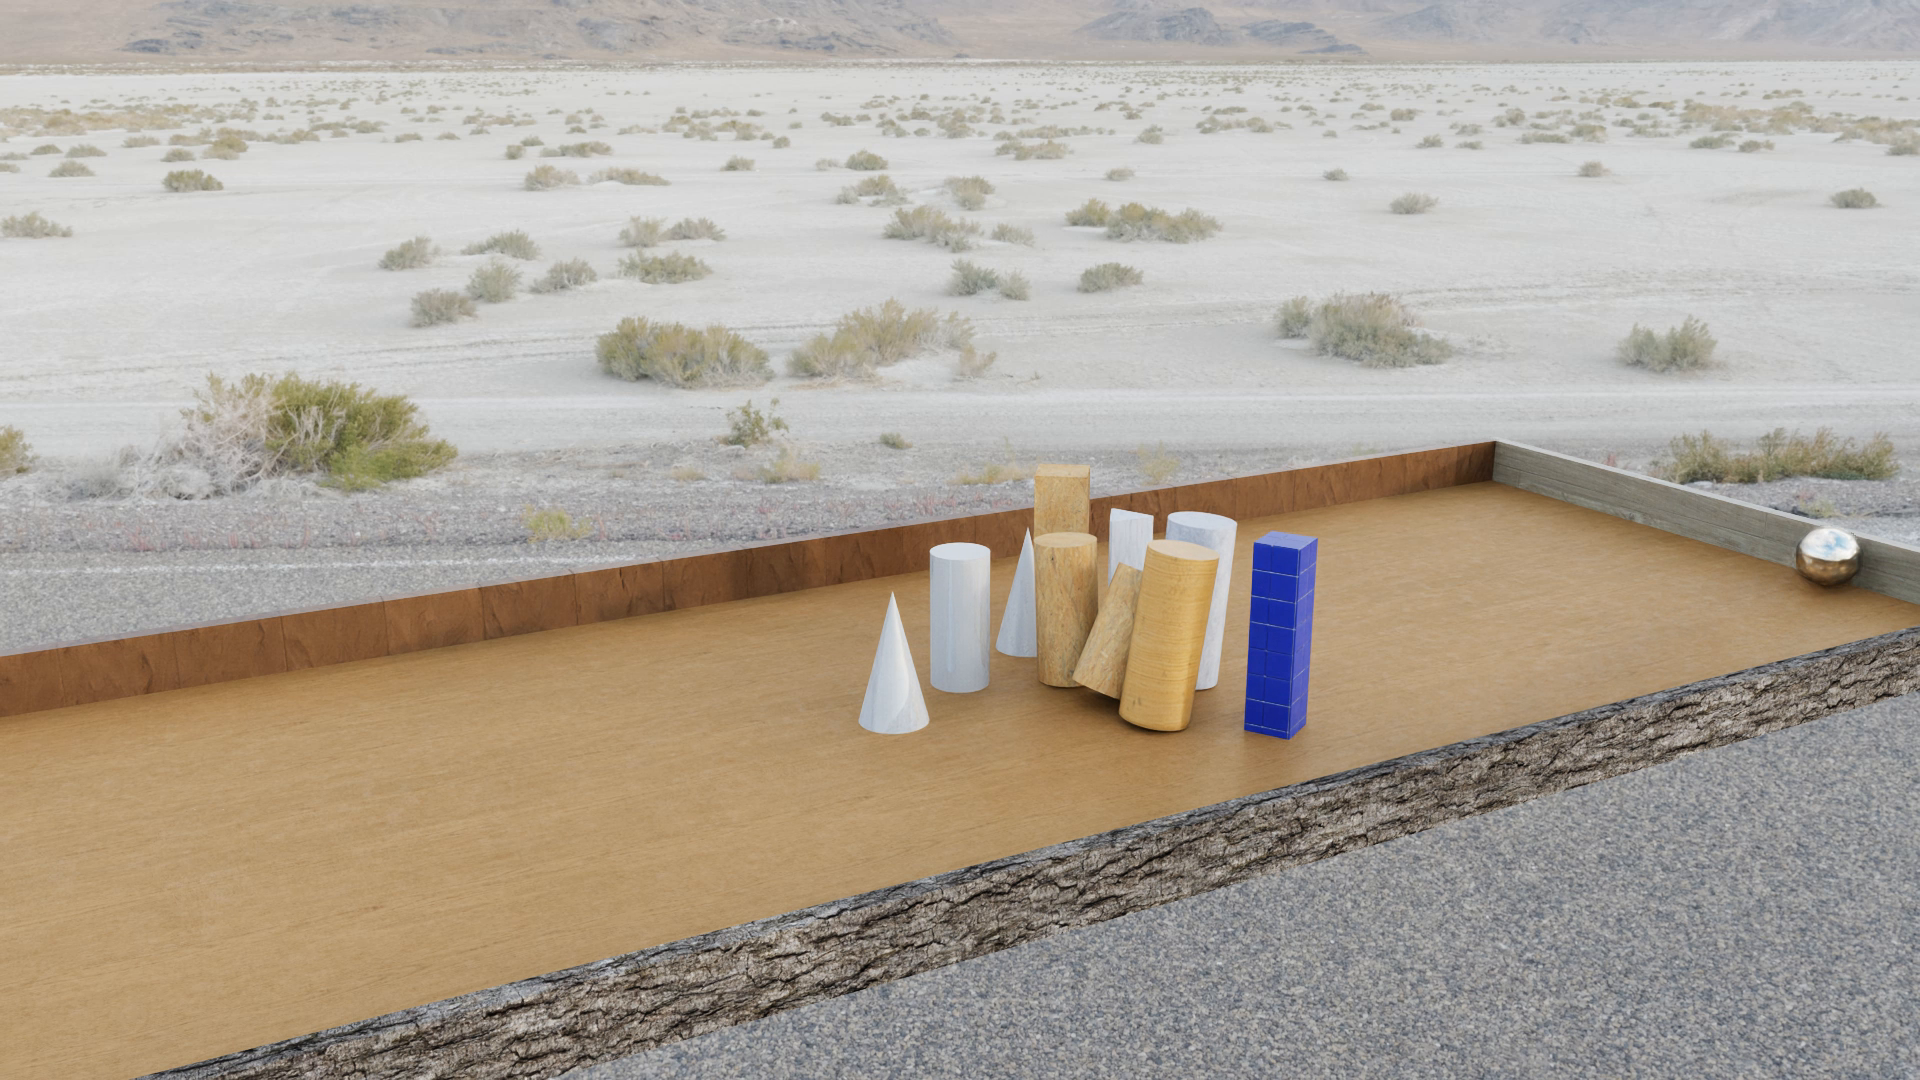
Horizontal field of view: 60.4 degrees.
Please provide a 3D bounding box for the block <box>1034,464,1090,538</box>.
[{"bbox_3d":[0.284,0.005,4.612,0.142,0.410,0.142,2,17,8],"label":"block"}]

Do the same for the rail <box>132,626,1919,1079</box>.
[{"bbox_3d":[-2.336,1.006,1.665,12.000,0.150,0.050,-9,18,-27],"label":"rail"}]

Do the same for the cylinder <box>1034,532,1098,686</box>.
[{"bbox_3d":[0.267,0.172,4.121,0.157,0.357,0.157,-2,14,1],"label":"cylinder"}]

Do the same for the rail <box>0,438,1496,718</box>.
[{"bbox_3d":[-3.305,0.497,3.399,12.000,0.150,0.050,-9,18,-27],"label":"rail"}]

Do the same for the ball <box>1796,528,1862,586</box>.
[{"bbox_3d":[2.557,0.049,4.858,0.174,0.174,0.174,0,16,0],"label":"ball"}]

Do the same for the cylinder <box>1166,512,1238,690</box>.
[{"bbox_3d":[0.578,0.149,4.097,0.170,0.410,0.170,4,15,-1],"label":"cylinder"}]

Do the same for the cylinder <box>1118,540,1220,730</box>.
[{"bbox_3d":[0.485,0.221,3.838,0.167,0.413,0.167,8,14,-2],"label":"cylinder"}]

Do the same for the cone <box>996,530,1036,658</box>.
[{"bbox_3d":[0.177,0.124,4.345,0.166,0.330,0.166,0,16,0],"label":"cone"}]

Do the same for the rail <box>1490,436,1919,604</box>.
[{"bbox_3d":[2.466,-0.048,5.253,0.050,0.150,2.100,-9,18,-27],"label":"rail"}]

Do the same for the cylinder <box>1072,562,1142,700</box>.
[{"bbox_3d":[0.399,0.223,3.991,0.155,0.304,0.155,22,1,0],"label":"cylinder"}]

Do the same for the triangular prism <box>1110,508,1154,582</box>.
[{"bbox_3d":[0.427,0.099,4.391,0.127,0.353,0.110,-7,18,-22],"label":"triangular prism"}]

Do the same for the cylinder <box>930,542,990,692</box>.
[{"bbox_3d":[0.000,0.192,4.095,0.149,0.342,0.149,0,16,0],"label":"cylinder"}]

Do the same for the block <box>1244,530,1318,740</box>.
[{"bbox_3d":[0.738,0.219,3.800,0.111,0.456,0.111,10,19,30],"label":"block"}]

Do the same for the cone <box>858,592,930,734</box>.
[{"bbox_3d":[-0.156,0.272,3.859,0.168,0.322,0.168,0,16,0],"label":"cone"}]
